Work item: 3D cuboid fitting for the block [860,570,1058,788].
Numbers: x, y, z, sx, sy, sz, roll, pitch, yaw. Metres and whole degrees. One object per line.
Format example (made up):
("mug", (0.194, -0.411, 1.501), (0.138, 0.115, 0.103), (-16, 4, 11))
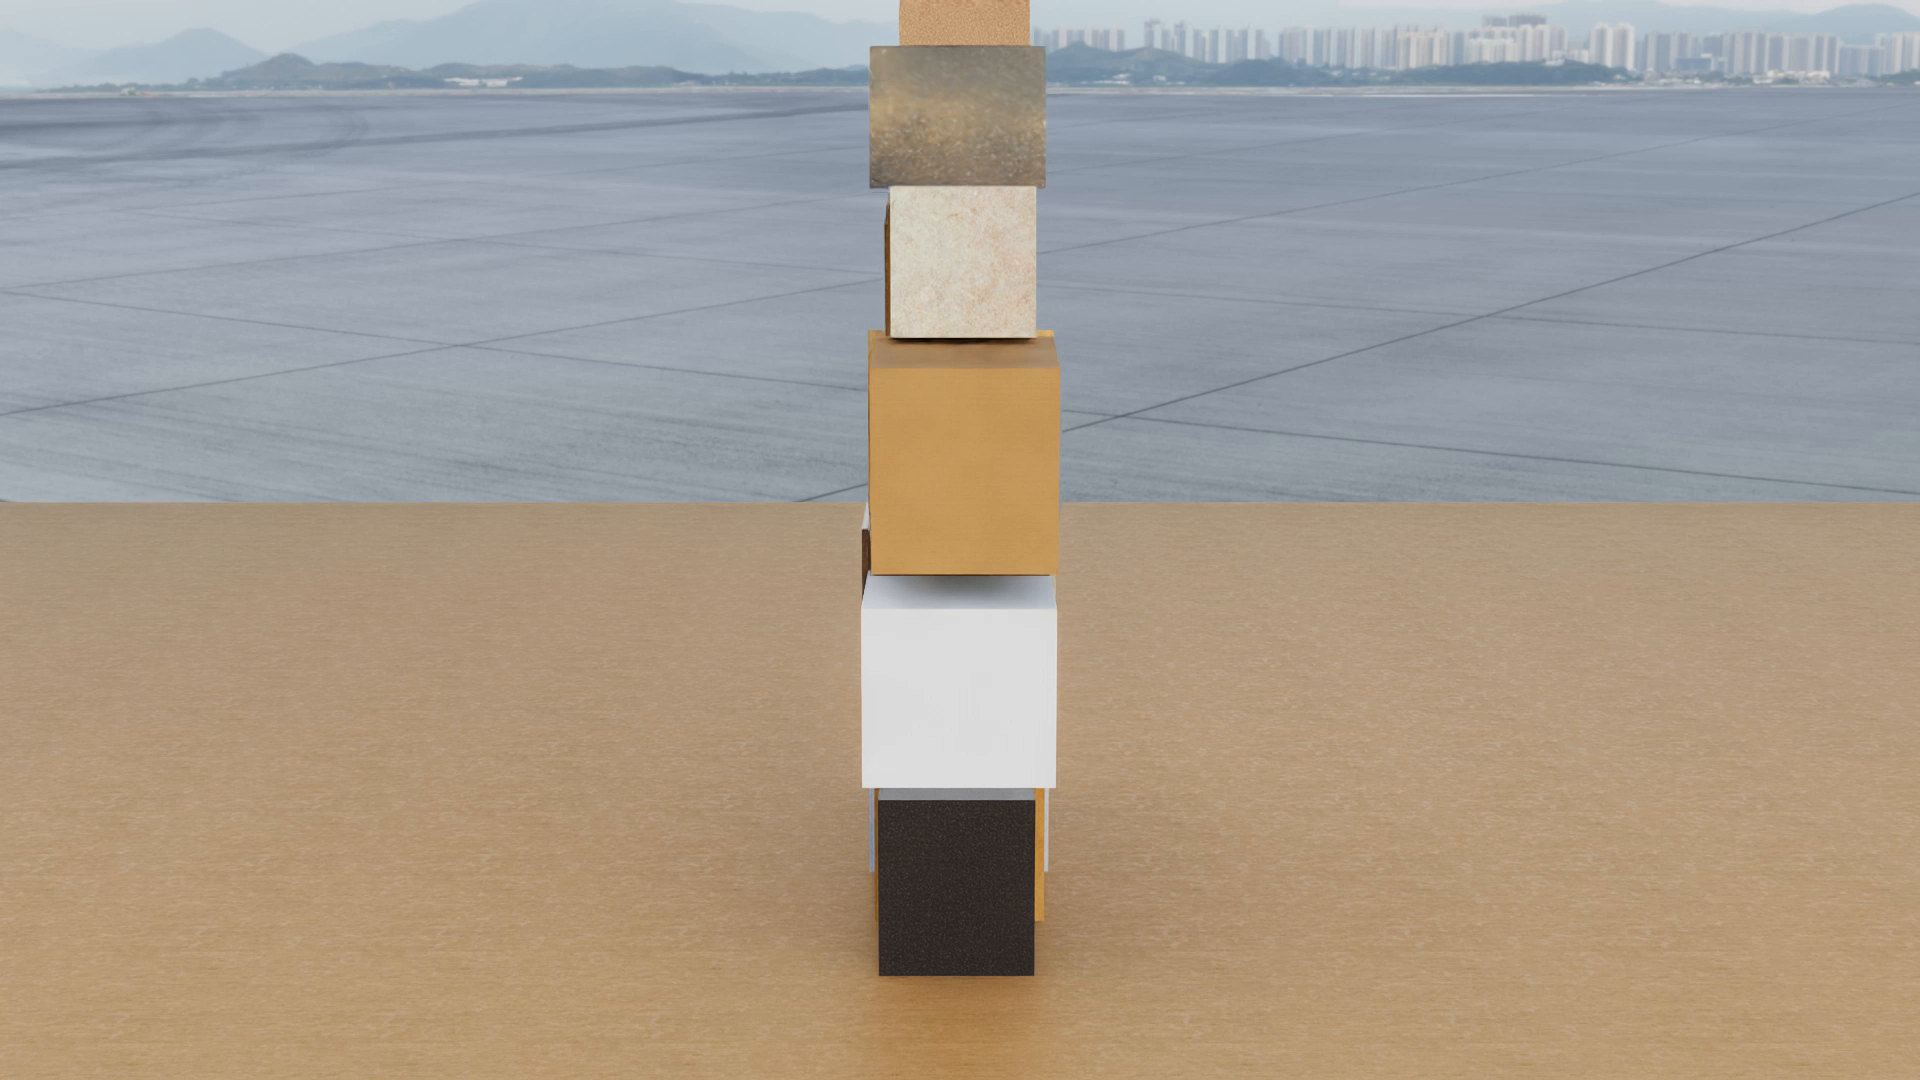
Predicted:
("block", (-0.004, 0.555, 10.474), (0.767, 0.723, 0.788), (0, 10, 0))

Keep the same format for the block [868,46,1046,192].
("block", (-0.011, -1.773, 10.849), (0.724, 0.581, 0.647), (0, 7, 0))

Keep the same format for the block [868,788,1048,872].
("block", (-0.005, 1.022, 11.697), (0.798, 0.803, 0.679), (0, 10, 0))

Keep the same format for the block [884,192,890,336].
("block", (-0.017, -1.173, 11.256), (0.607, 0.583, 0.629), (0, 21, 0))

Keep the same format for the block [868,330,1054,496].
("block", (0.003, -0.593, 11.856), (0.825, 0.737, 0.771), (0, 4, 0))

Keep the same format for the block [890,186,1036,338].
("block", (0.014, -1.147, 10.599), (0.587, 0.603, 0.535), (0, 6, 0))

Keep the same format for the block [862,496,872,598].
("block", (-0.017, 0.281, 11.221), (0.792, 0.825, 0.769), (0, 12, 0))

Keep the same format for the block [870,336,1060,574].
("block", (0.019, -0.354, 10.307), (0.731, 0.816, 0.767), (0, 14, 0))

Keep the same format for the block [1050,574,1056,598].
("block", (0.019, 0.168, 12.030), (0.829, 0.771, 0.791), (0, 8, 0))

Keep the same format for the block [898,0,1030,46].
("block", (0.018, -2.361, 10.766), (0.537, 0.579, 0.550), (0, 9, 0))

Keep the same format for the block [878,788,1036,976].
("block", (-0.013, 1.306, 10.372), (0.613, 0.718, 0.659), (0, 10, 0))

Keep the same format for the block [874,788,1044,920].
("block", (-0.002, 1.203, 11.036), (0.708, 0.685, 0.666), (0, 10, 0))
